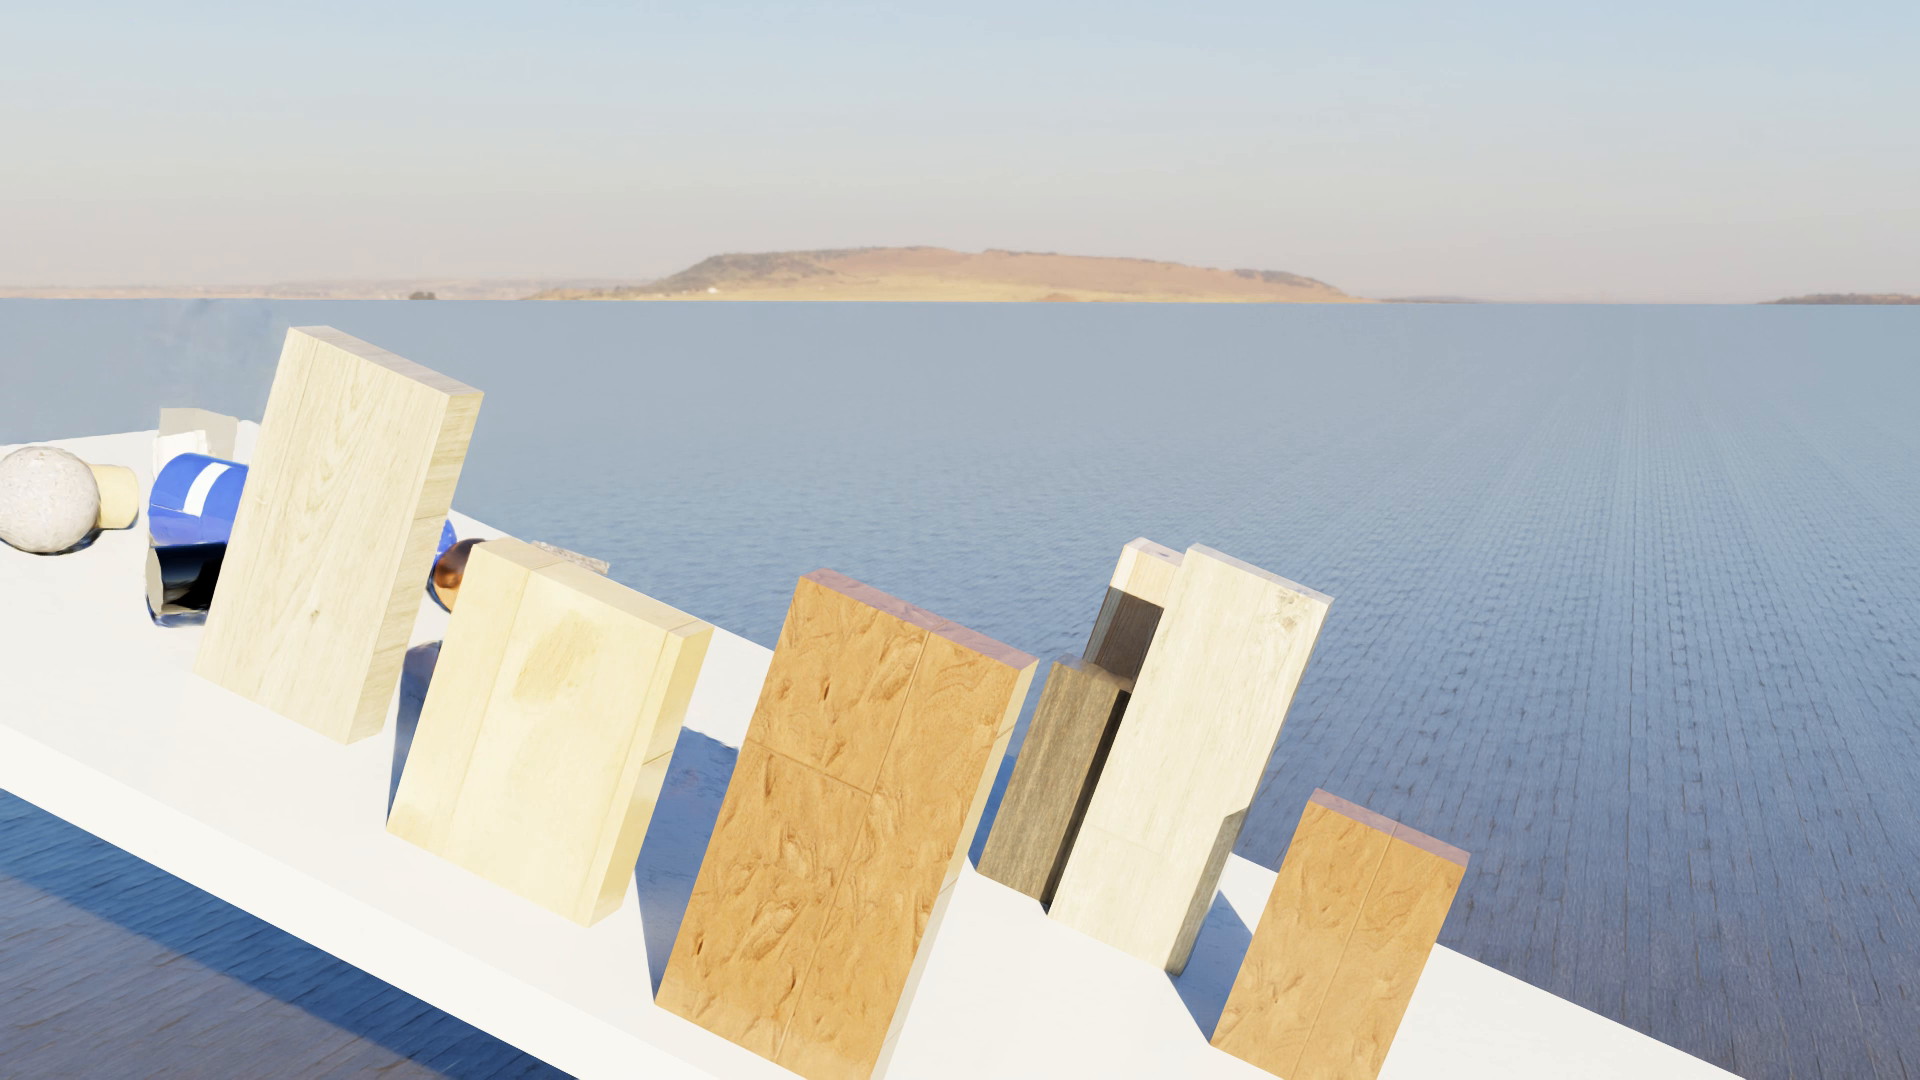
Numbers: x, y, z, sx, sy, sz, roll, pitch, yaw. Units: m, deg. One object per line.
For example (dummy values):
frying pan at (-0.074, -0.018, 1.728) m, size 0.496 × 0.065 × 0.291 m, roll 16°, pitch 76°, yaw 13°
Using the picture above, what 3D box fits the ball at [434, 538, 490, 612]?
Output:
ball at (-1.042, 0.082, 4.723) m, size 0.174 × 0.174 × 0.174 m, roll 0°, pitch 7°, yaw 0°

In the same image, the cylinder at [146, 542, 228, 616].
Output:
cylinder at (-1.404, 0.069, 4.008) m, size 0.125 × 0.125 × 0.125 m, roll -6°, pitch 9°, yaw -33°

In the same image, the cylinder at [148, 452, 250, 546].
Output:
cylinder at (-1.467, -0.056, 4.387) m, size 0.204 × 0.204 × 0.204 m, roll 12°, pitch 10°, yaw 18°

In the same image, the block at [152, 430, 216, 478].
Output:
block at (-1.667, -0.151, 4.740) m, size 0.110 × 0.110 × 0.110 m, roll -11°, pitch 51°, yaw -10°

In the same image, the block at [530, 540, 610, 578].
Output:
block at (-0.880, 0.127, 4.782) m, size 0.174 × 0.174 × 0.174 m, roll 18°, pitch 12°, yaw -8°

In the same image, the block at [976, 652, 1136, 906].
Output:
block at (0.309, 0.516, 4.272) m, size 0.421 × 0.457 × 0.101 m, roll 23°, pitch 13°, yaw 13°

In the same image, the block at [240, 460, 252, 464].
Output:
block at (-1.469, -0.113, 4.775) m, size 0.154 × 0.154 × 0.154 m, roll -16°, pitch 6°, yaw 3°

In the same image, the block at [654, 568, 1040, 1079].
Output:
block at (-0.174, 0.438, 3.267) m, size 0.353 × 0.708 × 0.103 m, roll 23°, pitch 13°, yaw 13°

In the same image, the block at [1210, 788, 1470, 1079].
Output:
block at (0.666, 0.721, 3.867) m, size 0.287 × 0.486 × 0.101 m, roll 23°, pitch 13°, yaw 13°

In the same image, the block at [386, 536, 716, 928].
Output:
block at (-0.665, 0.306, 3.550) m, size 0.385 × 0.508 × 0.122 m, roll 23°, pitch 13°, yaw 13°

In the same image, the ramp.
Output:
ramp at (-0.331, 0.604, 4.209) m, size 4.000 × 0.100 × 2.000 m, roll 23°, pitch 13°, yaw 13°

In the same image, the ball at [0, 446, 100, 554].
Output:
ball at (-1.763, -0.079, 4.225) m, size 0.207 × 0.207 × 0.207 m, roll 0°, pitch 7°, yaw 0°

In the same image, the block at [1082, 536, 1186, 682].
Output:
block at (0.441, 0.380, 4.603) m, size 0.419 × 0.652 × 0.149 m, roll 23°, pitch 13°, yaw 13°

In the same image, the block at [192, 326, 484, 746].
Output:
block at (-1.103, -0.010, 3.888) m, size 0.330 × 0.659 × 0.117 m, roll 23°, pitch 13°, yaw 13°

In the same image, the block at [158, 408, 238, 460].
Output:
block at (-1.720, -0.228, 4.956) m, size 0.117 × 0.117 × 0.117 m, roll 2°, pitch -7°, yaw 32°

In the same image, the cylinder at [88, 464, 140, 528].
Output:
cylinder at (-1.760, -0.090, 4.464) m, size 0.129 × 0.129 × 0.129 m, roll 5°, pitch 1°, yaw 38°

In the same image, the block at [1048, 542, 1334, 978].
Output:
block at (0.431, 0.416, 4.153) m, size 0.277 × 0.771 × 0.090 m, roll 23°, pitch 13°, yaw 13°

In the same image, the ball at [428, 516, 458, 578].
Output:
ball at (-1.194, 0.004, 4.847) m, size 0.166 × 0.166 × 0.166 m, roll 0°, pitch 7°, yaw 0°
